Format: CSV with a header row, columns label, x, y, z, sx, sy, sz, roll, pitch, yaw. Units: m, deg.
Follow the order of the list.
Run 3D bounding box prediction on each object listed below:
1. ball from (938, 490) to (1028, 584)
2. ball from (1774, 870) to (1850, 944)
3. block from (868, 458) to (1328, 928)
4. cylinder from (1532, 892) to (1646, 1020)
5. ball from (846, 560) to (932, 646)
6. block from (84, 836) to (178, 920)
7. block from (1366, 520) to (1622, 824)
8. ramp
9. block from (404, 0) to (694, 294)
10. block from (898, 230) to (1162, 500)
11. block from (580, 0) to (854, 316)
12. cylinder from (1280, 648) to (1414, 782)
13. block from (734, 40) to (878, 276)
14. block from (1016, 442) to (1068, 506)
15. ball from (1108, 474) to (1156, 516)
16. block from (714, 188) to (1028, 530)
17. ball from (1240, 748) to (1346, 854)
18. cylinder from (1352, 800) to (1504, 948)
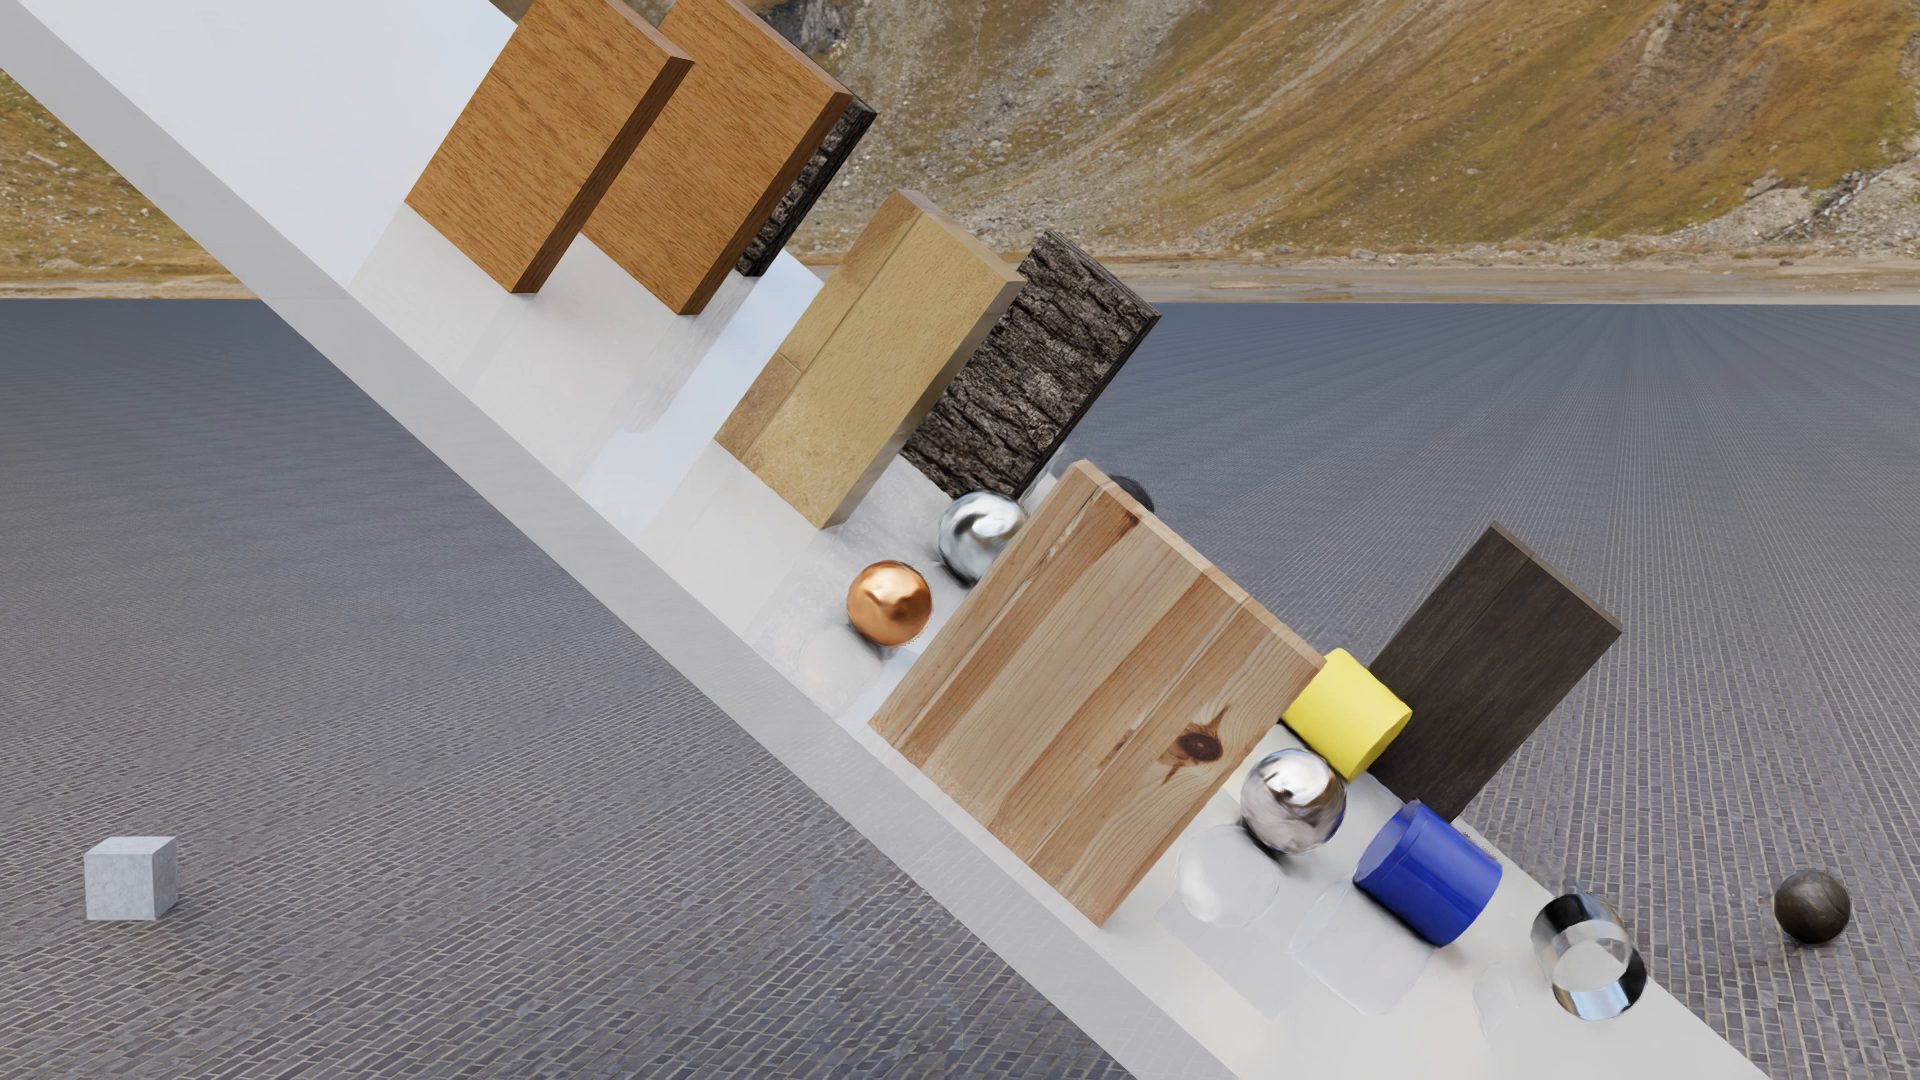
label,x,y,z,sx,sy,sz,roll,pitch,yaw
ball,0.045,-0.005,3.941,0.170,0.170,0.170,0,7,0
ball,2.363,1.018,6.100,0.199,0.199,0.199,0,7,0
block,0.185,0.214,3.068,0.436,0.483,0.081,40,16,9
cylinder,1.201,0.795,4.208,0.176,0.176,0.176,0,19,1
ball,-0.109,0.097,3.395,0.132,0.132,0.132,0,7,0
block,-2.411,0.984,6.402,0.194,0.194,0.194,0,7,0
block,1.067,0.287,4.619,0.338,0.564,0.122,40,16,9
ramp,-0.025,0.078,4.052,4.000,0.100,2.000,40,16,9
block,-0.686,-0.679,3.659,0.248,0.483,0.097,40,16,9
block,0.124,-0.316,4.323,0.262,0.526,0.114,40,16,9
block,-0.499,-0.743,4.171,0.355,0.521,0.106,40,16,9
cylinder,0.788,0.356,4.501,0.194,0.194,0.194,43,24,18
block,-0.413,-0.817,4.712,0.254,0.438,0.103,40,16,9
block,0.088,-0.205,4.588,0.170,0.170,0.170,30,18,-25
ball,0.316,-0.043,4.599,0.187,0.187,0.187,0,7,0
block,-0.152,-0.301,3.684,0.243,0.527,0.126,40,16,9
ball,0.575,0.451,3.800,0.182,0.182,0.182,0,7,0
cylinder,0.840,0.598,3.954,0.188,0.188,0.188,38,10,1
